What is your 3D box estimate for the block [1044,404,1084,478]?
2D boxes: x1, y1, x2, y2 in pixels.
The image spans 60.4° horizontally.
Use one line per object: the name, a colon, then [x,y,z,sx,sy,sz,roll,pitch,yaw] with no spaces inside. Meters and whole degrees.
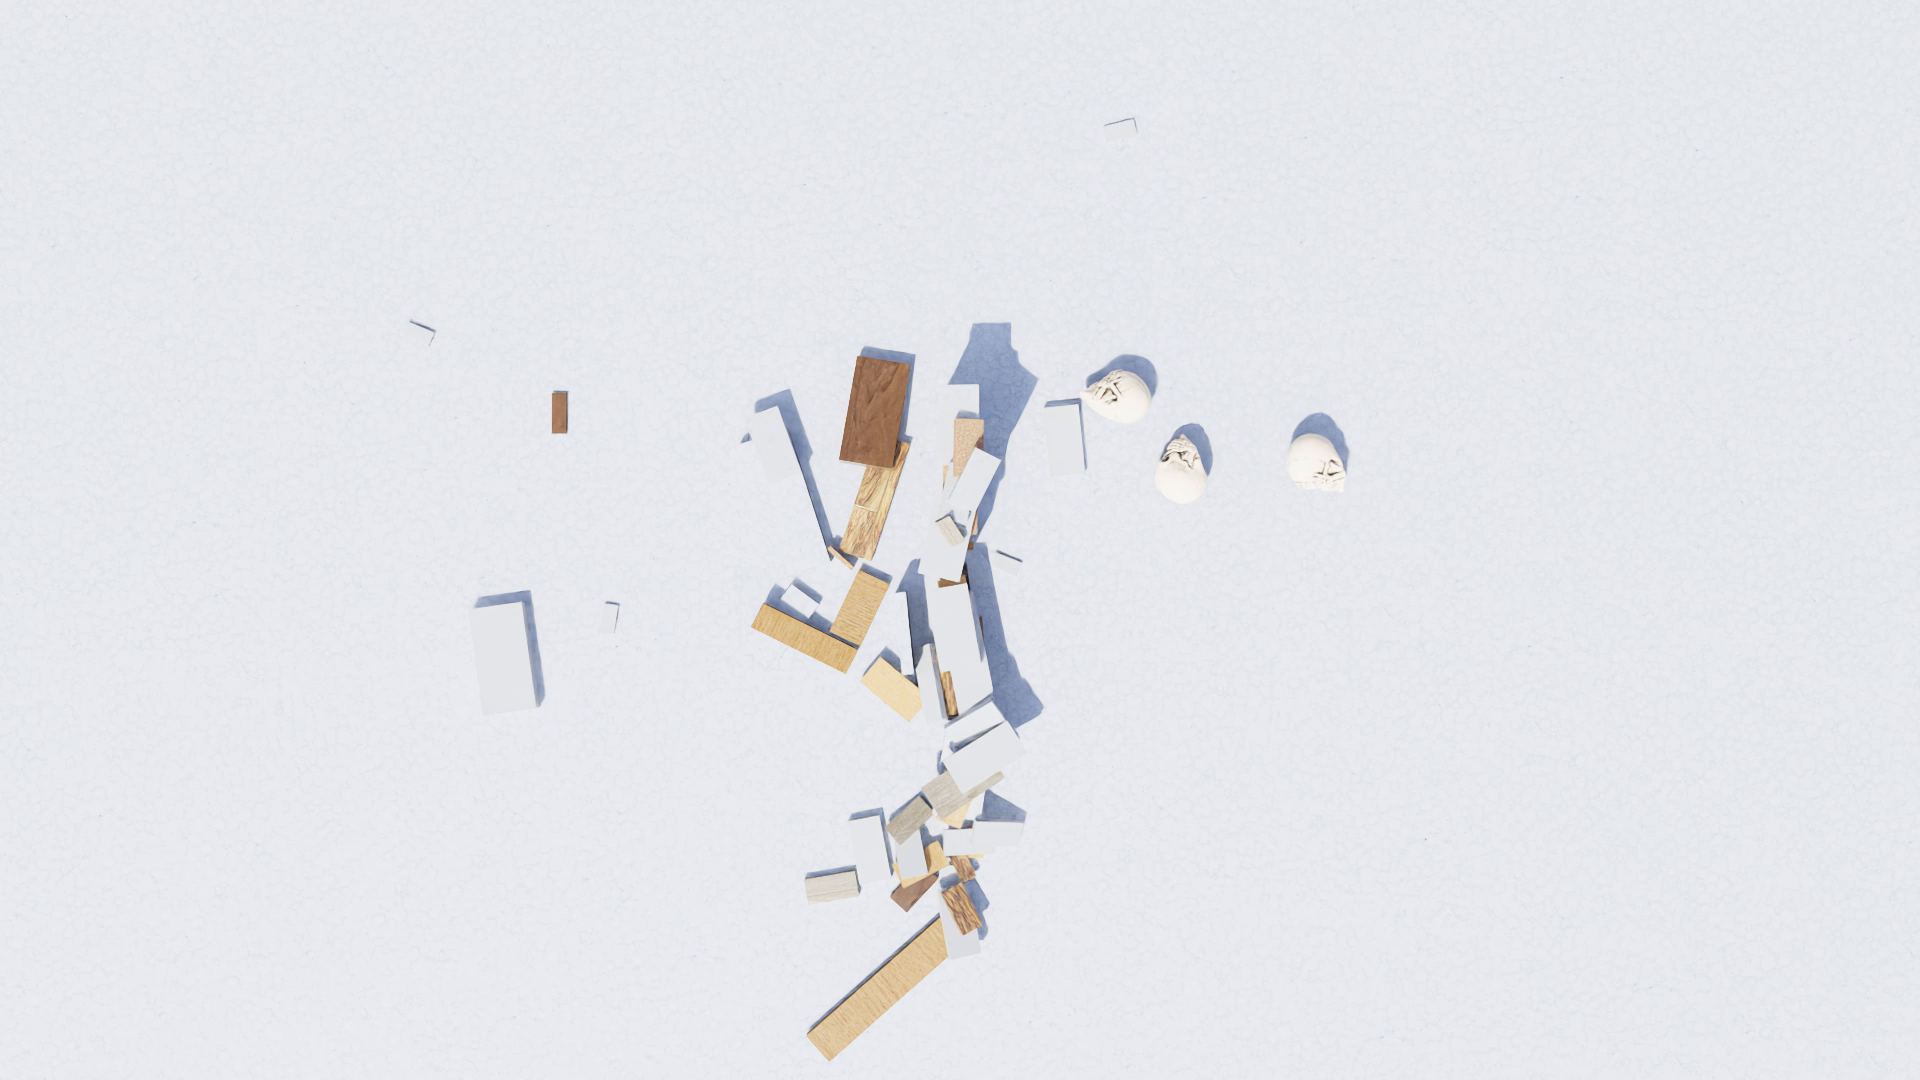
block: [0.346,-0.329,5.484,0.115,0.033,0.230,-6,90,0]

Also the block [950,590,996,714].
block: [0.021,0.370,5.379,0.123,0.035,0.398,-11,88,-2]

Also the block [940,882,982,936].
block: [0.005,1.216,5.436,0.077,0.022,0.155,-25,85,-18]

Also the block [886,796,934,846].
block: [-0.166,0.931,5.465,0.155,0.022,0.077,-41,73,-10]

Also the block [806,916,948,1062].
block: [-0.235,1.478,5.484,0.633,0.033,0.115,-42,90,0]

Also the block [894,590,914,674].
block: [-0.182,0.304,5.433,0.038,0.134,0.268,-6,90,0]

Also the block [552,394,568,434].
block: [-1.335,-0.421,5.493,0.048,0.014,0.135,0,90,0]

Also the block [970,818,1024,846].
block: [0.121,0.966,5.446,0.169,0.024,0.085,6,104,-24]

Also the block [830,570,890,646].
block: [-0.333,0.225,5.484,0.113,0.032,0.227,25,90,0]

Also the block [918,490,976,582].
block: [-0.037,-0.012,5.228,0.134,0.038,0.268,13,90,0]

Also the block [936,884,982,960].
block: [-0.005,1.260,5.451,0.107,0.030,0.230,-8,80,-16]

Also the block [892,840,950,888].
block: [-0.129,1.075,5.464,0.171,0.024,0.086,-27,71,-5]

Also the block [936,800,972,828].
block: [-0.007,0.851,5.404,0.086,0.024,0.171,22,96,-2]

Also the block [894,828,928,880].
block: [-0.167,1.025,5.458,0.090,0.025,0.179,-13,71,0]

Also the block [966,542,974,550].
block: [-0.003,0.018,5.407,0.093,0.186,0.026,0,90,0]

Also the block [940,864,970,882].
block: [-0.016,1.110,5.493,0.105,0.015,0.053,3,90,0]

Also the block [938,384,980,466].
block: [-0.002,-0.365,5.229,0.126,0.036,0.252,-1,90,0]

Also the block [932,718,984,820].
block: [0.012,0.754,5.428,0.159,0.045,0.319,9,96,-1]

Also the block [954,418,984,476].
block: [0.027,-0.289,5.183,0.091,0.026,0.182,2,84,-10]

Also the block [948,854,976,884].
block: [0.007,1.081,5.478,0.053,0.015,0.105,-26,78,-7]

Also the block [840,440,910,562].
block: [-0.285,-0.142,5.484,0.113,0.032,0.409,18,90,0]

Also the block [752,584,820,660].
block: [-0.580,0.271,5.484,0.113,0.032,0.227,36,90,0]

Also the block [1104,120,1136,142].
block: [0.533,-1.363,5.493,0.104,0.015,0.052,-14,90,0]

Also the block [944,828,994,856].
block: [0.029,0.998,5.462,0.169,0.024,0.085,0,90,-12]

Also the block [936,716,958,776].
block: [0.003,0.634,5.477,0.159,0.045,0.319,0,90,0]

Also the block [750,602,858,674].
block: [-0.514,0.326,5.460,0.351,0.025,0.090,27,91,-9]

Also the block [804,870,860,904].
block: [-0.427,1.156,5.488,0.171,0.024,0.086,-10,90,0]

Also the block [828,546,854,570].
block: [-0.395,0.060,5.474,0.103,0.052,0.015,42,90,0]

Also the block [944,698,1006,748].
block: [0.048,0.594,5.353,0.179,0.025,0.090,-31,115,8]

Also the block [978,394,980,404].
block: [-0.001,-0.452,5.374,0.126,0.252,0.036,0,91,0]

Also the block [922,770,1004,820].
block: [0.009,0.789,5.363,0.247,0.035,0.123,-33,88,-7]

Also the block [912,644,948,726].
block: [-0.099,0.475,5.426,0.024,0.085,0.256,5,67,-41]

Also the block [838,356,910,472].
block: [-0.282,-0.418,5.451,0.177,0.050,0.355,9,82,0]

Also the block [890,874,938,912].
block: [-0.153,1.156,5.489,0.077,0.022,0.155,43,90,0]

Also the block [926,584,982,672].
block: [-0.021,0.284,5.345,0.134,0.038,0.268,-10,88,-2]

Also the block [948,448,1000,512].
block: [0.045,-0.189,5.153,0.091,0.026,0.182,26,94,-13]

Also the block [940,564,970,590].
block: [-0.012,0.175,5.463,0.093,0.026,0.186,-7,75,-2]

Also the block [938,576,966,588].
block: [-0.010,0.216,5.415,0.093,0.026,0.186,-12,88,-2]

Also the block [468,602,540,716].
block: [-1.513,0.393,5.475,0.177,0.050,0.355,-8,90,0]

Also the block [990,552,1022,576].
block: [0.154,0.081,5.493,0.095,0.013,0.047,22,90,0]

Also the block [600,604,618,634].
block: [-1.168,0.262,5.493,0.047,0.013,0.095,9,90,0]

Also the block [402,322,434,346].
block: [-1.803,-0.687,5.493,0.096,0.014,0.048,23,90,0]

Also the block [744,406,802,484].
block: [-0.615,-0.313,5.433,0.115,0.033,0.230,-20,90,0]

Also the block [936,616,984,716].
block: [0.006,0.418,5.444,0.159,0.045,0.319,-4,78,-1]

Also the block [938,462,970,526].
block: [-0.007,-0.146,5.190,0.091,0.026,0.182,13,82,-9]

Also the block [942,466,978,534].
block: [0.000,-0.128,5.263,0.111,0.031,0.221,1,90,0]

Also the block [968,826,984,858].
block: [0.051,1.005,5.493,0.053,0.015,0.105,0,90,0]

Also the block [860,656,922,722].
block: [-0.216,0.495,5.471,0.213,0.030,0.107,40,90,0]

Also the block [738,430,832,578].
block: [-0.583,-0.121,5.475,0.177,0.050,0.461,-18,90,0]

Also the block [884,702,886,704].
block: [-0.217,0.503,5.493,0.096,0.014,0.048,-29,90,0]

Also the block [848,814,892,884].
block: [-0.300,1.028,5.485,0.107,0.030,0.213,-11,90,0]

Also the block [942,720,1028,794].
block: [0.080,0.702,5.341,0.247,0.035,0.123,-32,88,-7]

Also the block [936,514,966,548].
block: [-0.030,-0.028,5.174,0.052,0.015,0.103,-26,117,13]
